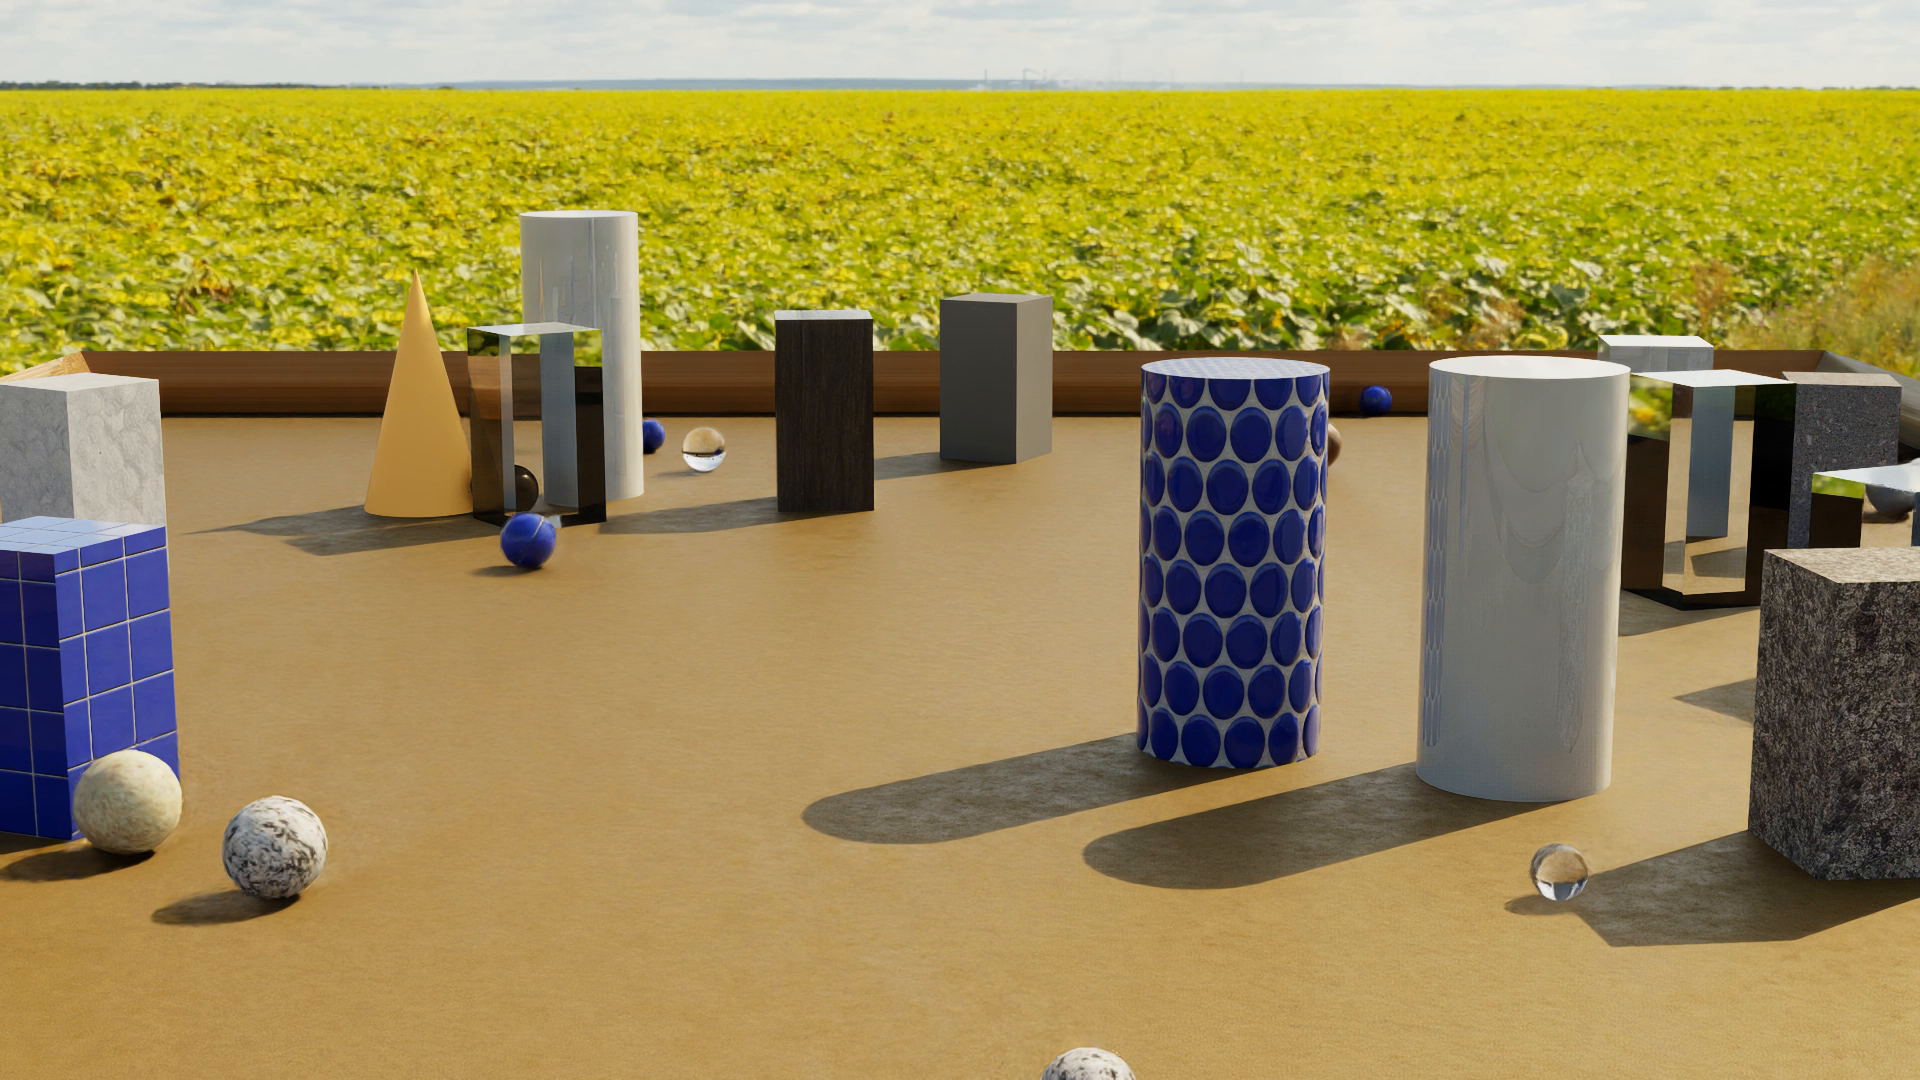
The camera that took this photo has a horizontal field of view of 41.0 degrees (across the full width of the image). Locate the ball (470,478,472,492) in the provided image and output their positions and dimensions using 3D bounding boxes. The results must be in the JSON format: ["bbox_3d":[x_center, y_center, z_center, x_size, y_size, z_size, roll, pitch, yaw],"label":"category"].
[{"bbox_3d":[-0.767,-0.090,4.243,0.085,0.085,0.085,0,10,0],"label":"ball"}]

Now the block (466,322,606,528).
[{"bbox_3d":[-0.682,-0.185,4.135,0.159,0.311,0.159,-7,13,-35],"label":"block"}]

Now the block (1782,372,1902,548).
[{"bbox_3d":[1.352,-0.123,3.963,0.159,0.252,0.159,2,11,13],"label":"block"}]

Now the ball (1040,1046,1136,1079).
[{"bbox_3d":[0.087,0.380,1.737,0.072,0.072,0.072,0,10,0],"label":"ball"}]

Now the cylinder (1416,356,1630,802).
[{"bbox_3d":[0.575,0.035,2.629,0.199,0.426,0.199,0,10,0],"label":"cylinder"}]

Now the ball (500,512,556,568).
[{"bbox_3d":[-0.633,0.000,3.764,0.081,0.081,0.081,0,10,0],"label":"ball"}]

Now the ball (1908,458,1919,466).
[{"bbox_3d":[1.597,-0.092,4.235,0.091,0.091,0.091,0,10,0],"label":"ball"}]

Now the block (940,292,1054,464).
[{"bbox_3d":[0.069,-0.307,4.828,0.159,0.298,0.159,5,12,26],"label":"block"}]

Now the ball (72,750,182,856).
[{"bbox_3d":[-0.777,0.245,2.395,0.098,0.098,0.098,0,10,0],"label":"ball"}]

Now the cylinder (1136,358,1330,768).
[{"bbox_3d":[0.291,0.020,2.753,0.199,0.411,0.199,0,10,0],"label":"cylinder"}]

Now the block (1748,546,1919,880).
[{"bbox_3d":[0.848,0.157,2.383,0.159,0.275,0.159,-1,11,-6],"label":"block"}]

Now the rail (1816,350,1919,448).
[{"bbox_3d":[1.828,0.031,3.459,0.045,0.129,4.076,0,10,0],"label":"rail"}]

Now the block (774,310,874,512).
[{"bbox_3d":[-0.228,-0.218,4.295,0.159,0.318,0.159,-1,11,-5],"label":"block"}]

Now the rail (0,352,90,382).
[{"bbox_3d":[-1.828,0.035,3.438,0.045,0.129,4.076,0,10,0],"label":"rail"}]

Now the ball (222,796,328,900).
[{"bbox_3d":[-0.606,0.272,2.269,0.090,0.090,0.090,0,10,0],"label":"ball"}]

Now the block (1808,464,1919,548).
[{"bbox_3d":[1.138,0.044,3.091,0.159,0.241,0.159,-5,12,-26],"label":"block"}]

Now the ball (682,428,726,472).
[{"bbox_3d":[-0.465,-0.165,4.661,0.080,0.080,0.080,0,10,0],"label":"ball"}]

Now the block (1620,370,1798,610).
[{"bbox_3d":[1.030,-0.072,3.539,0.159,0.305,0.159,-3,11,-16],"label":"block"}]

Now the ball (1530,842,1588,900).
[{"bbox_3d":[0.529,0.293,2.266,0.051,0.051,0.051,0,10,0],"label":"ball"}]

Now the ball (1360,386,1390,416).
[{"bbox_3d":[0.872,-0.293,5.402,0.063,0.063,0.063,0,10,0],"label":"ball"}]

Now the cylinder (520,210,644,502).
[{"bbox_3d":[-0.645,-0.316,4.383,0.199,0.479,0.199,0,10,0],"label":"cylinder"}]

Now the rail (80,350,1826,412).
[{"bbox_3d":[-0.012,-0.333,5.430,3.704,0.129,0.045,0,10,0],"label":"rail"}]

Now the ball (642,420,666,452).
[{"bbox_3d":[-0.592,-0.199,4.898,0.060,0.060,0.060,0,10,0],"label":"ball"}]

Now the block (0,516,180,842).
[{"bbox_3d":[-0.888,0.131,2.515,0.159,0.278,0.159,4,11,21],"label":"block"}]

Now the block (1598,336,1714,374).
[{"bbox_3d":[1.113,-0.176,4.137,0.159,0.292,0.159,1,11,7],"label":"block"}]

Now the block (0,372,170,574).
[{"bbox_3d":[-1.257,-0.086,3.673,0.159,0.284,0.159,7,12,32],"label":"block"}]

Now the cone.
[{"bbox_3d":[-0.895,-0.253,4.251,0.199,0.403,0.199,0,10,0],"label":"cone"}]

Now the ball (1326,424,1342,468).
[{"bbox_3d":[0.654,-0.173,4.682,0.088,0.088,0.088,0,10,0],"label":"ball"}]
